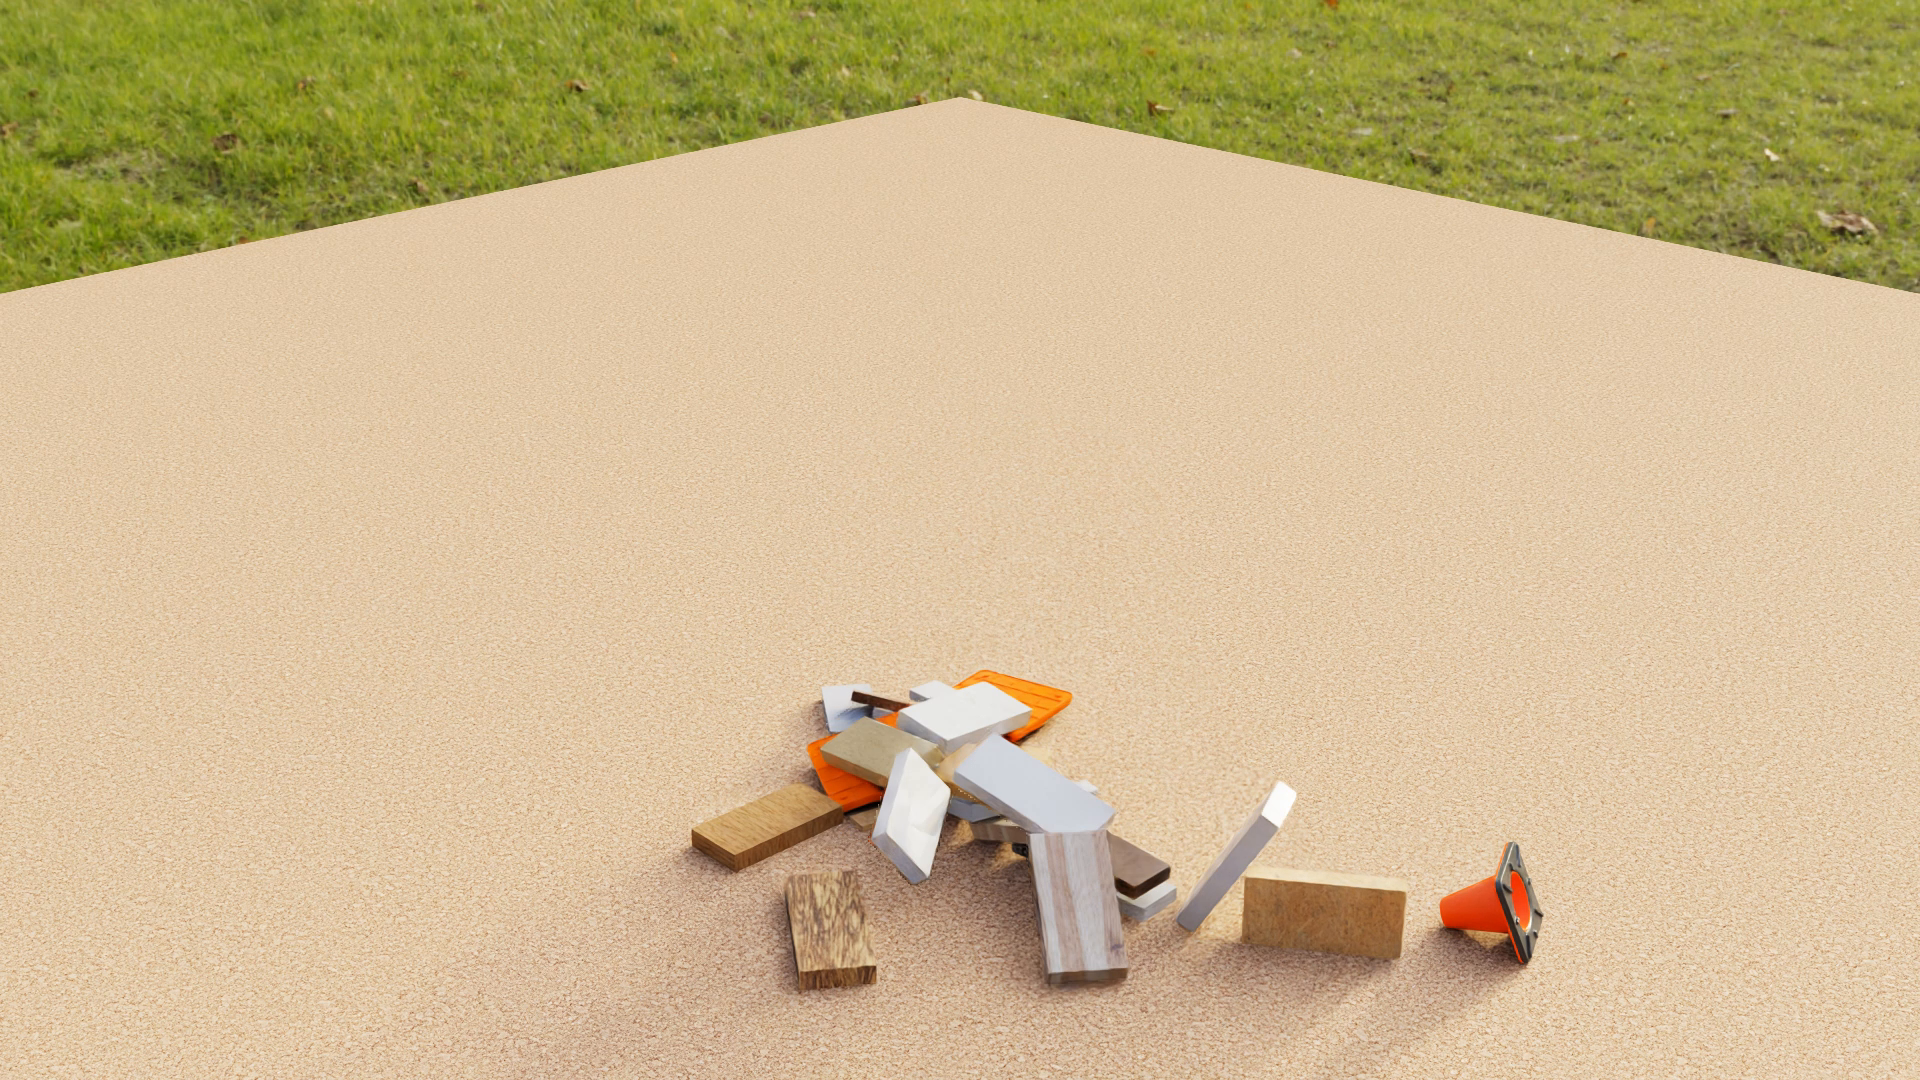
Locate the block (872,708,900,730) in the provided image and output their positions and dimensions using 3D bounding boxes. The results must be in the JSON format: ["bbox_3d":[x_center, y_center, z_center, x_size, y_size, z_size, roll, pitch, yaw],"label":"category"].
[{"bbox_3d":[-0.069,0.403,4.712,0.218,0.031,0.109,12,-2,27],"label":"block"}]

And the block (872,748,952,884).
[{"bbox_3d":[-0.091,0.522,4.185,0.036,0.126,0.253,-31,22,27],"label":"block"}]

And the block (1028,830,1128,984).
[{"bbox_3d":[0.212,0.662,3.985,0.143,0.041,0.286,-3,51,-6],"label":"block"}]

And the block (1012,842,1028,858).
[{"bbox_3d":[0.208,0.600,4.237,0.103,0.029,0.206,-21,26,-39],"label":"block"}]

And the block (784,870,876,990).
[{"bbox_3d":[-0.241,0.712,4.033,0.138,0.039,0.321,-3,23,-8],"label":"block"}]

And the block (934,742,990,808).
[{"bbox_3d":[0.038,0.465,4.365,0.120,0.034,0.239,-33,19,-25],"label":"block"}]

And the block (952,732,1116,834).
[{"bbox_3d":[0.141,0.487,4.186,0.291,0.036,0.126,31,50,22],"label":"block"}]

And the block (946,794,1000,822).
[{"bbox_3d":[0.023,0.515,4.414,0.120,0.034,0.239,-11,8,-25],"label":"block"}]

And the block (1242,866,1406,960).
[{"bbox_3d":[0.658,0.675,3.987,0.286,0.143,0.041,4,23,9],"label":"block"}]

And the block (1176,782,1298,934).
[{"bbox_3d":[0.507,0.582,4.037,0.041,0.286,0.143,37,28,6],"label":"block"}]

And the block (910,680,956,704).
[{"bbox_3d":[-0.029,0.349,4.784,0.079,0.022,0.158,-17,27,-40],"label":"block"}]

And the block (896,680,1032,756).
[{"bbox_3d":[0.010,0.374,4.626,0.138,0.039,0.275,29,28,34],"label":"block"}]

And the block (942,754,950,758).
[{"bbox_3d":[0.016,0.462,4.549,0.109,0.031,0.218,-19,13,-42],"label":"block"}]

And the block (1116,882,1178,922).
[{"bbox_3d":[0.298,0.655,4.179,0.206,0.029,0.103,19,30,38],"label":"block"}]

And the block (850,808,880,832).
[{"bbox_3d":[-0.167,0.559,4.426,0.096,0.014,0.048,-14,27,-30],"label":"block"}]

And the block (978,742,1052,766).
[{"bbox_3d":[0.110,0.461,4.646,0.158,0.022,0.079,6,24,15],"label":"block"}]

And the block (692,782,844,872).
[{"bbox_3d":[-0.382,0.568,4.373,0.275,0.039,0.138,-20,30,-39],"label":"block"}]

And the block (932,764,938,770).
[{"bbox_3d":[-0.094,0.460,4.458,0.096,0.014,0.048,-21,25,5],"label":"block"}]

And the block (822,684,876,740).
[{"bbox_3d":[-0.240,0.381,4.824,0.109,0.031,0.218,-3,23,-8],"label":"block"}]

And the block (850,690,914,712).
[{"bbox_3d":[-0.159,0.356,4.791,0.157,0.022,0.079,14,-2,-2],"label":"block"}]

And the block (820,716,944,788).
[{"bbox_3d":[-0.162,0.436,4.488,0.126,0.036,0.253,-34,29,-28],"label":"block"}]

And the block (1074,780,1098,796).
[{"bbox_3d":[0.231,0.520,4.519,0.096,0.014,0.048,-12,26,-26],"label":"block"}]

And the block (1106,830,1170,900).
[{"bbox_3d":[0.283,0.601,4.140,0.206,0.029,0.103,25,34,38],"label":"block"}]

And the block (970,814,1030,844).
[{"bbox_3d":[0.131,0.551,4.289,0.120,0.034,0.239,-19,6,-29],"label":"block"}]
